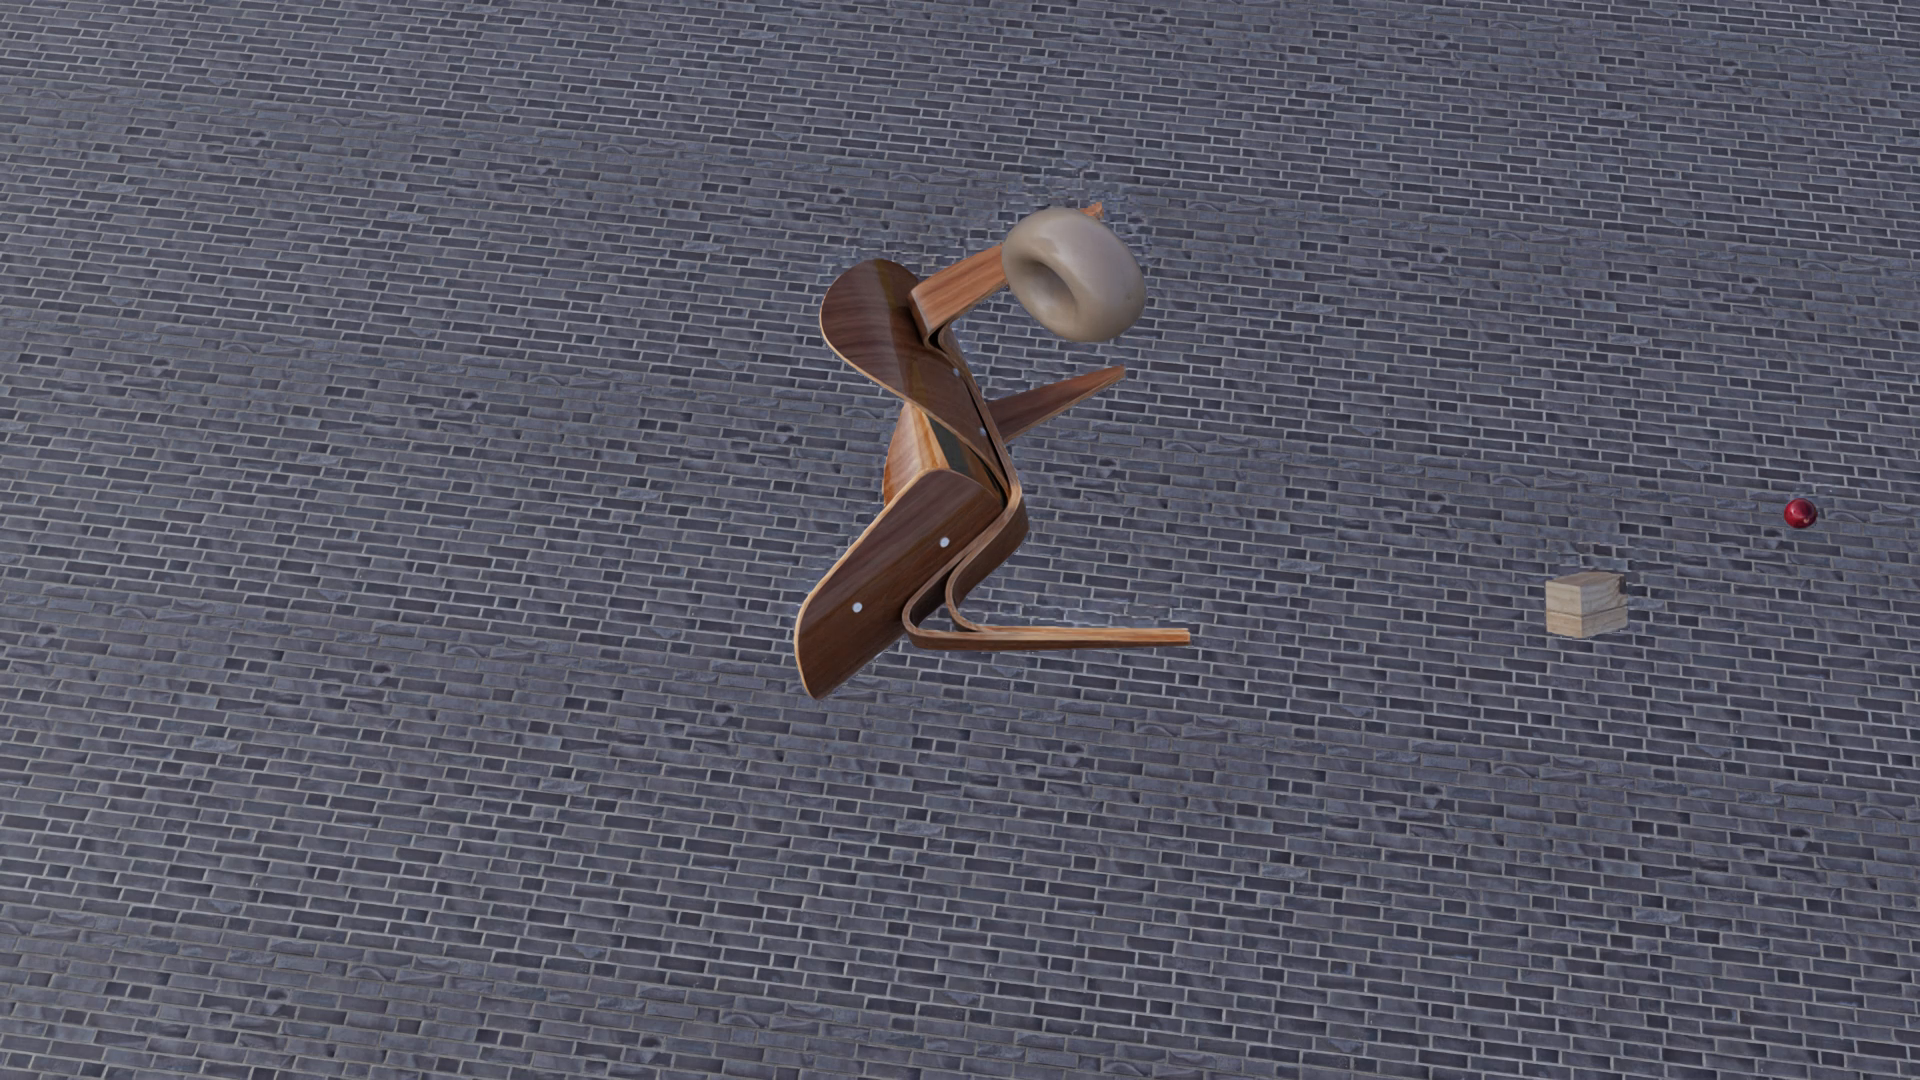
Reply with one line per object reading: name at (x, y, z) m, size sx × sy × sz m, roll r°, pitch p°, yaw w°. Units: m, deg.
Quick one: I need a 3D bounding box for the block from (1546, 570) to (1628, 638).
block at (0.909, 0.092, 3.189) m, size 0.095 × 0.075 × 0.066 m, roll -11°, pitch 12°, yaw -31°

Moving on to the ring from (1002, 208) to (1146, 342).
ring at (0.138, -0.326, 2.711) m, size 0.087 × 0.170 × 0.242 m, roll -34°, pitch 30°, yaw -18°
